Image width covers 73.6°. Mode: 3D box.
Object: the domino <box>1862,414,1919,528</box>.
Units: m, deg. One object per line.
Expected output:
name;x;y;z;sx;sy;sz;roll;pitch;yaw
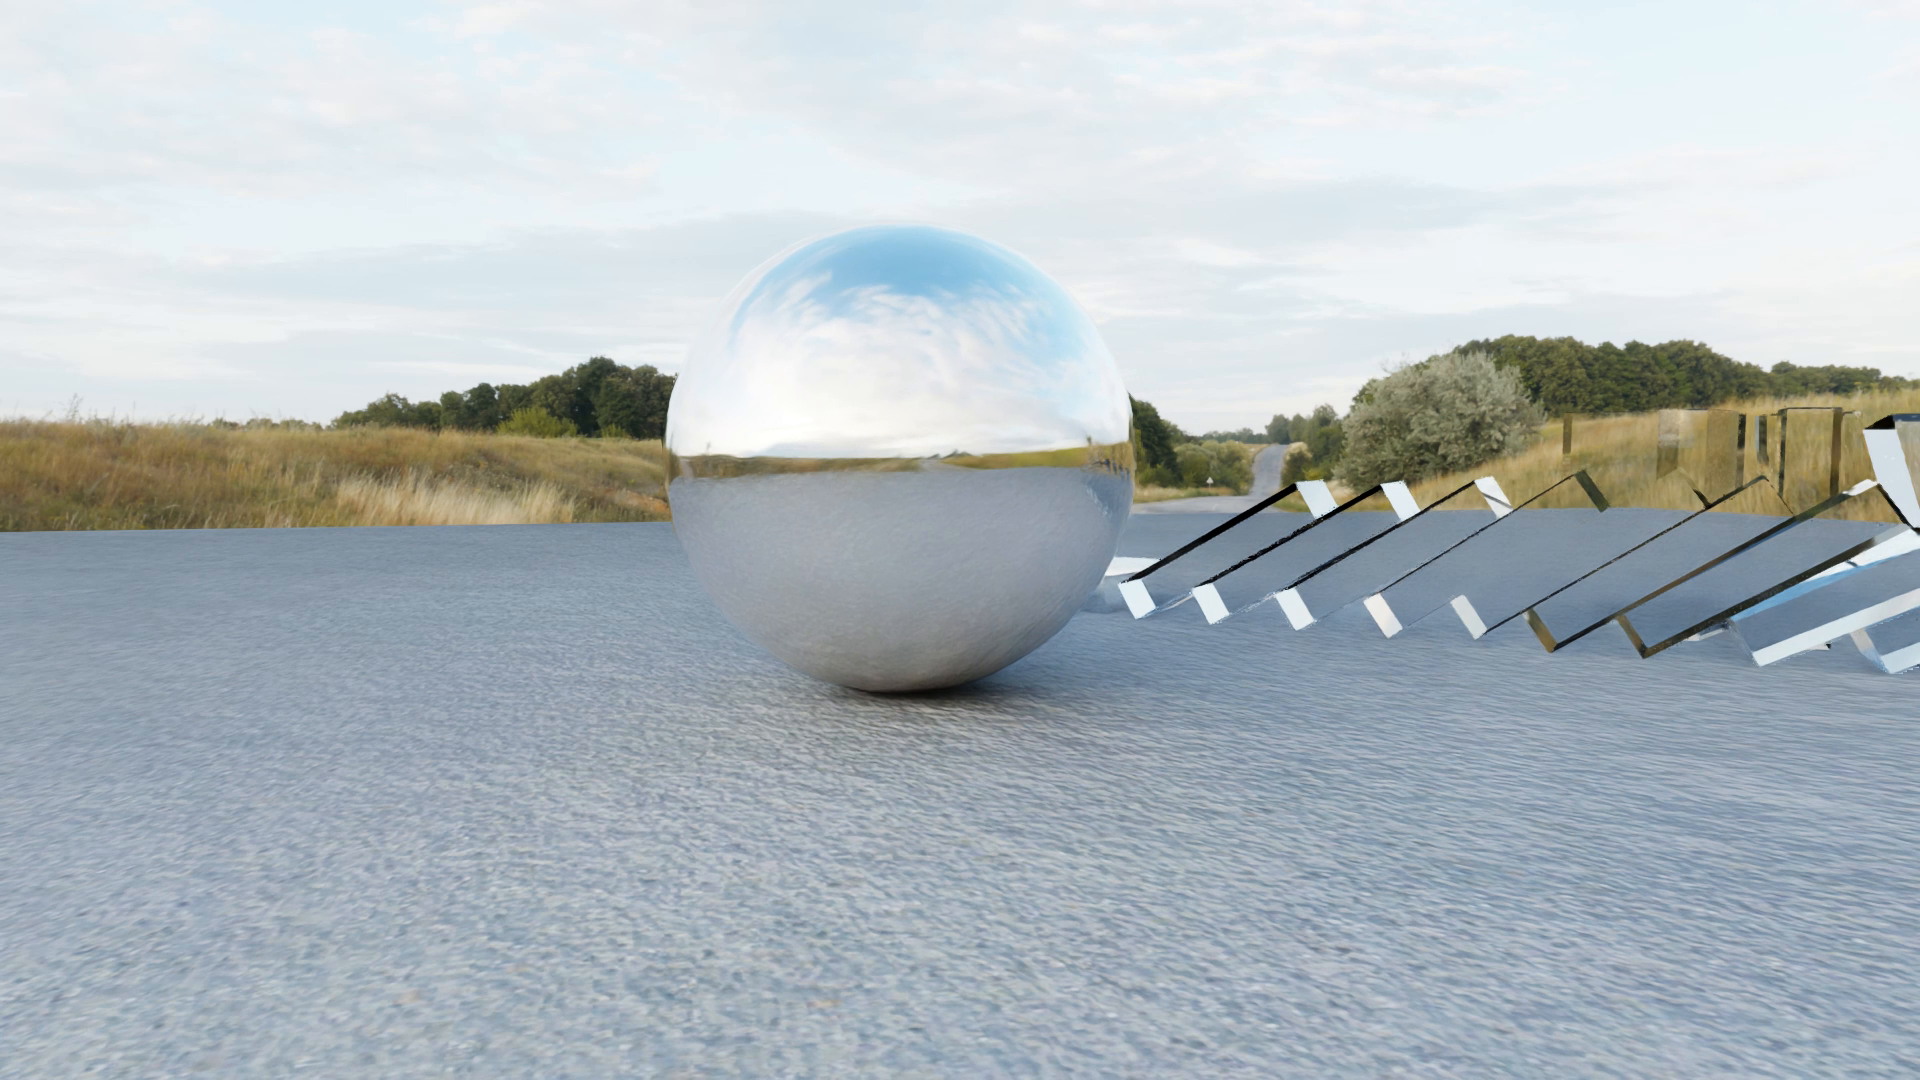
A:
domino;0.246;-0.006;0.319;0.025;0.050;0.009;0;-19;-6

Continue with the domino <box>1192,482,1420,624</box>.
domino;0.082;0.003;0.303;0.050;0.010;0.025;-33;-12;28

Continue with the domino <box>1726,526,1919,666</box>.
domino;0.176;0.008;0.247;0.050;0.010;0.025;-29;-8;24

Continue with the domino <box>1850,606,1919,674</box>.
domino;0.195;0.009;0.239;0.050;0.010;0.025;-29;-7;24

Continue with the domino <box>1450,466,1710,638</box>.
domino;0.130;0.003;0.270;0.050;0.010;0.025;-37;-15;28

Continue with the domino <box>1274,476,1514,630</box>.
domino;0.099;0.003;0.292;0.050;0.010;0.025;-35;-13;28

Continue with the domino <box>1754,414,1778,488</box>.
domino;0.217;-0.008;0.337;0.010;0.050;0.025;-3;3;26

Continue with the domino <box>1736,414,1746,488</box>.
domino;0.199;-0.008;0.343;0.010;0.050;0.025;1;4;12

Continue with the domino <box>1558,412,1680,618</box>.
domino;0.166;-0.007;0.324;0.025;0.050;0.009;3;5;31

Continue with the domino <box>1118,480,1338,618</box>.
domino;0.065;0.002;0.312;0.050;0.010;0.025;-33;-12;28

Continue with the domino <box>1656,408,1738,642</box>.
domino;0.165;-0.004;0.287;0.010;0.050;0.025;4;6;44

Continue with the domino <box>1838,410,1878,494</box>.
domino;0.231;-0.008;0.330;0.010;0.050;0.025;-14;-5;38

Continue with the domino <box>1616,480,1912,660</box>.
domino;0.157;0.006;0.253;0.050;0.010;0.025;-36;-14;28

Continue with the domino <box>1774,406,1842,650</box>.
domino;0.182;-0.003;0.276;0.010;0.050;0.025;2;5;29

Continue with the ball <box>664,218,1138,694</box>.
ball;-0.010;-0.014;0.220;0.080;0.080;0.080;0;4;0

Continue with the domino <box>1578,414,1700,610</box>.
domino;0.180;-0.008;0.340;0.009;0.050;0.025;-3;5;-38

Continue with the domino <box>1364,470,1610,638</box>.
domino;0.115;0.003;0.281;0.050;0.010;0.025;-37;-14;28

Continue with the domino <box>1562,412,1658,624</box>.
domino;0.158;-0.005;0.306;0.025;0.050;0.010;1;4;14

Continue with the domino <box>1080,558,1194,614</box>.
domino;0.042;0.012;0.348;0.025;0.010;0.050;3;5;38

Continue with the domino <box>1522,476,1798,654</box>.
domino;0.141;0.005;0.260;0.050;0.010;0.025;-37;-15;27
